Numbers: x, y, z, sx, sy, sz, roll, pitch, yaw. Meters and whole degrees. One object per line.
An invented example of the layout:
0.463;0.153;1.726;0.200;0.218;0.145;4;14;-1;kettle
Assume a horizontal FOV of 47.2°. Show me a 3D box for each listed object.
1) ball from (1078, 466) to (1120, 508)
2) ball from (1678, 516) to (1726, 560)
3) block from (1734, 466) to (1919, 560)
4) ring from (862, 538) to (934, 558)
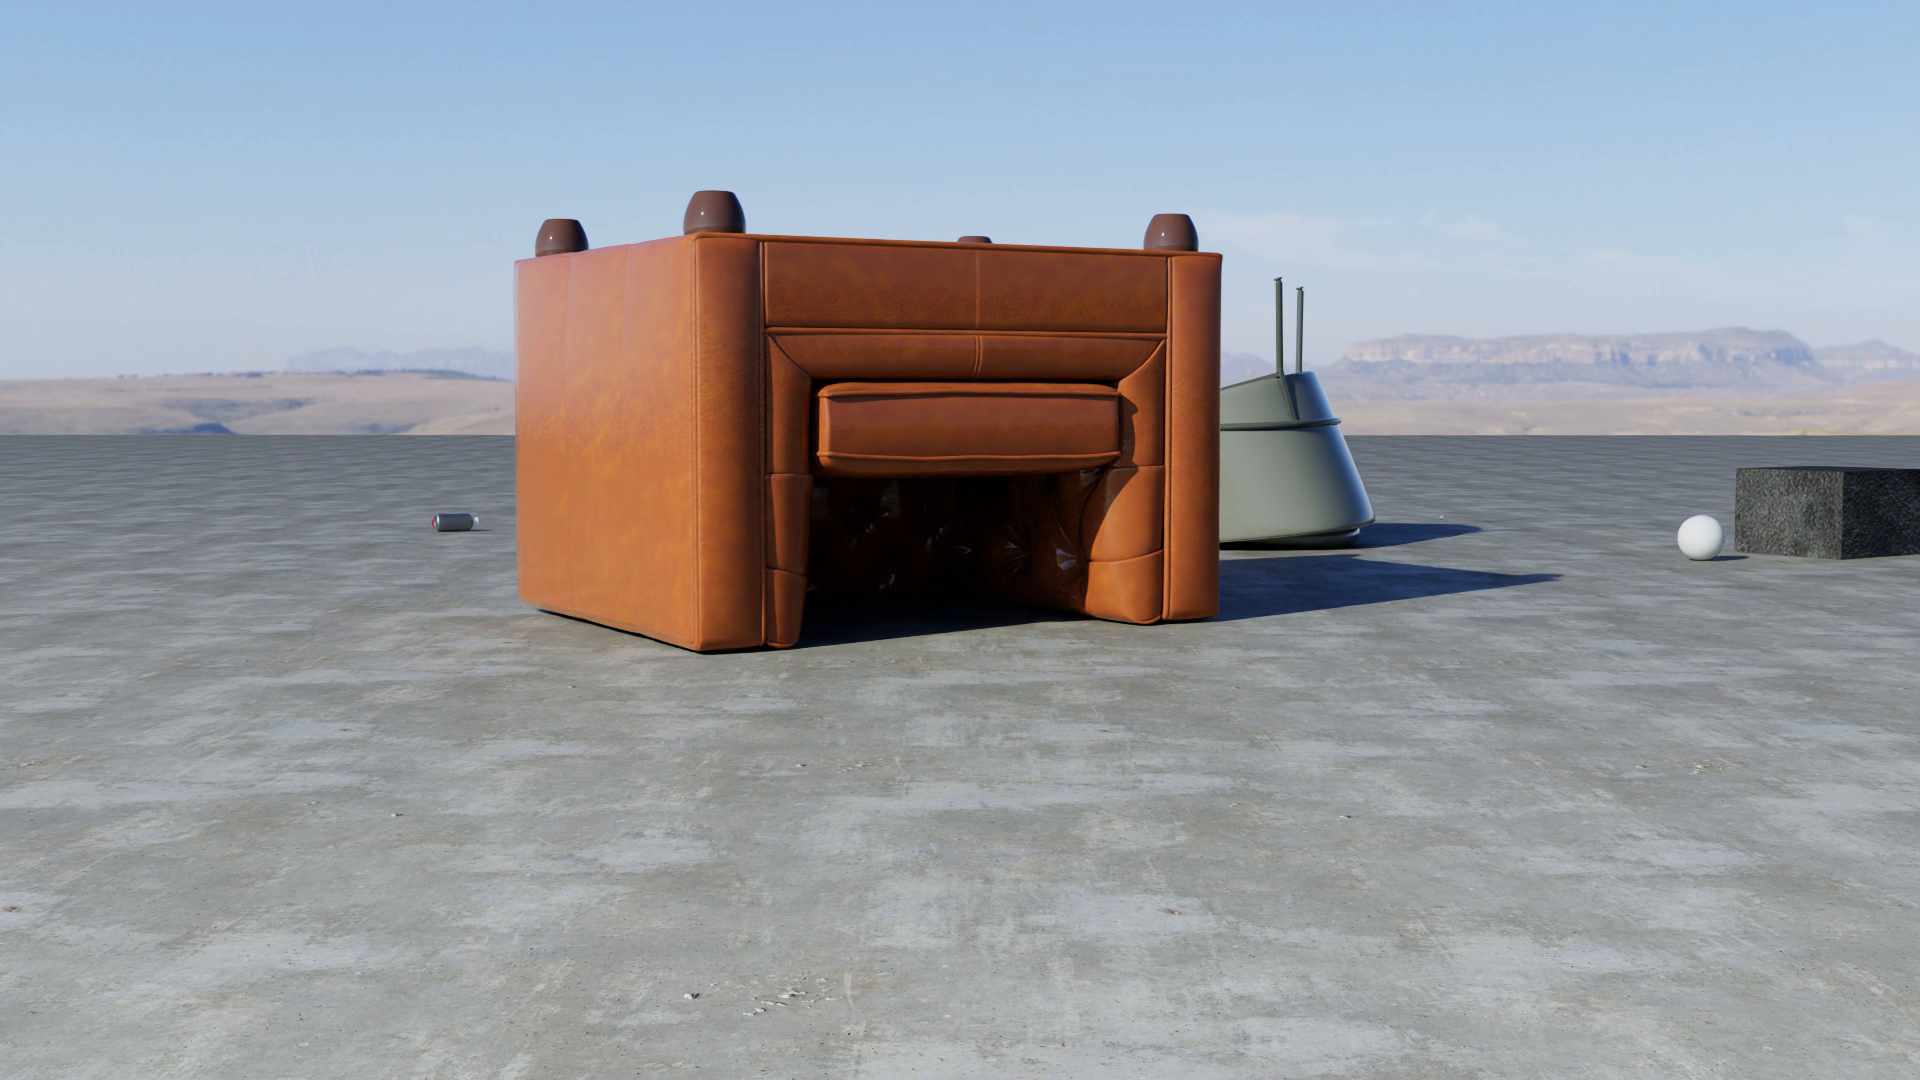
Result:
0.530;-0.204;8.355;0.160;0.160;0.160;0;4;0;ball
1.940;-0.006;5.756;0.119;0.119;0.119;0;4;0;ball
2.374;-0.079;6.011;0.353;0.231;0.334;-3;5;-33;block
-0.163;0.023;5.856;0.196;0.049;0.112;0;5;-11;ring
